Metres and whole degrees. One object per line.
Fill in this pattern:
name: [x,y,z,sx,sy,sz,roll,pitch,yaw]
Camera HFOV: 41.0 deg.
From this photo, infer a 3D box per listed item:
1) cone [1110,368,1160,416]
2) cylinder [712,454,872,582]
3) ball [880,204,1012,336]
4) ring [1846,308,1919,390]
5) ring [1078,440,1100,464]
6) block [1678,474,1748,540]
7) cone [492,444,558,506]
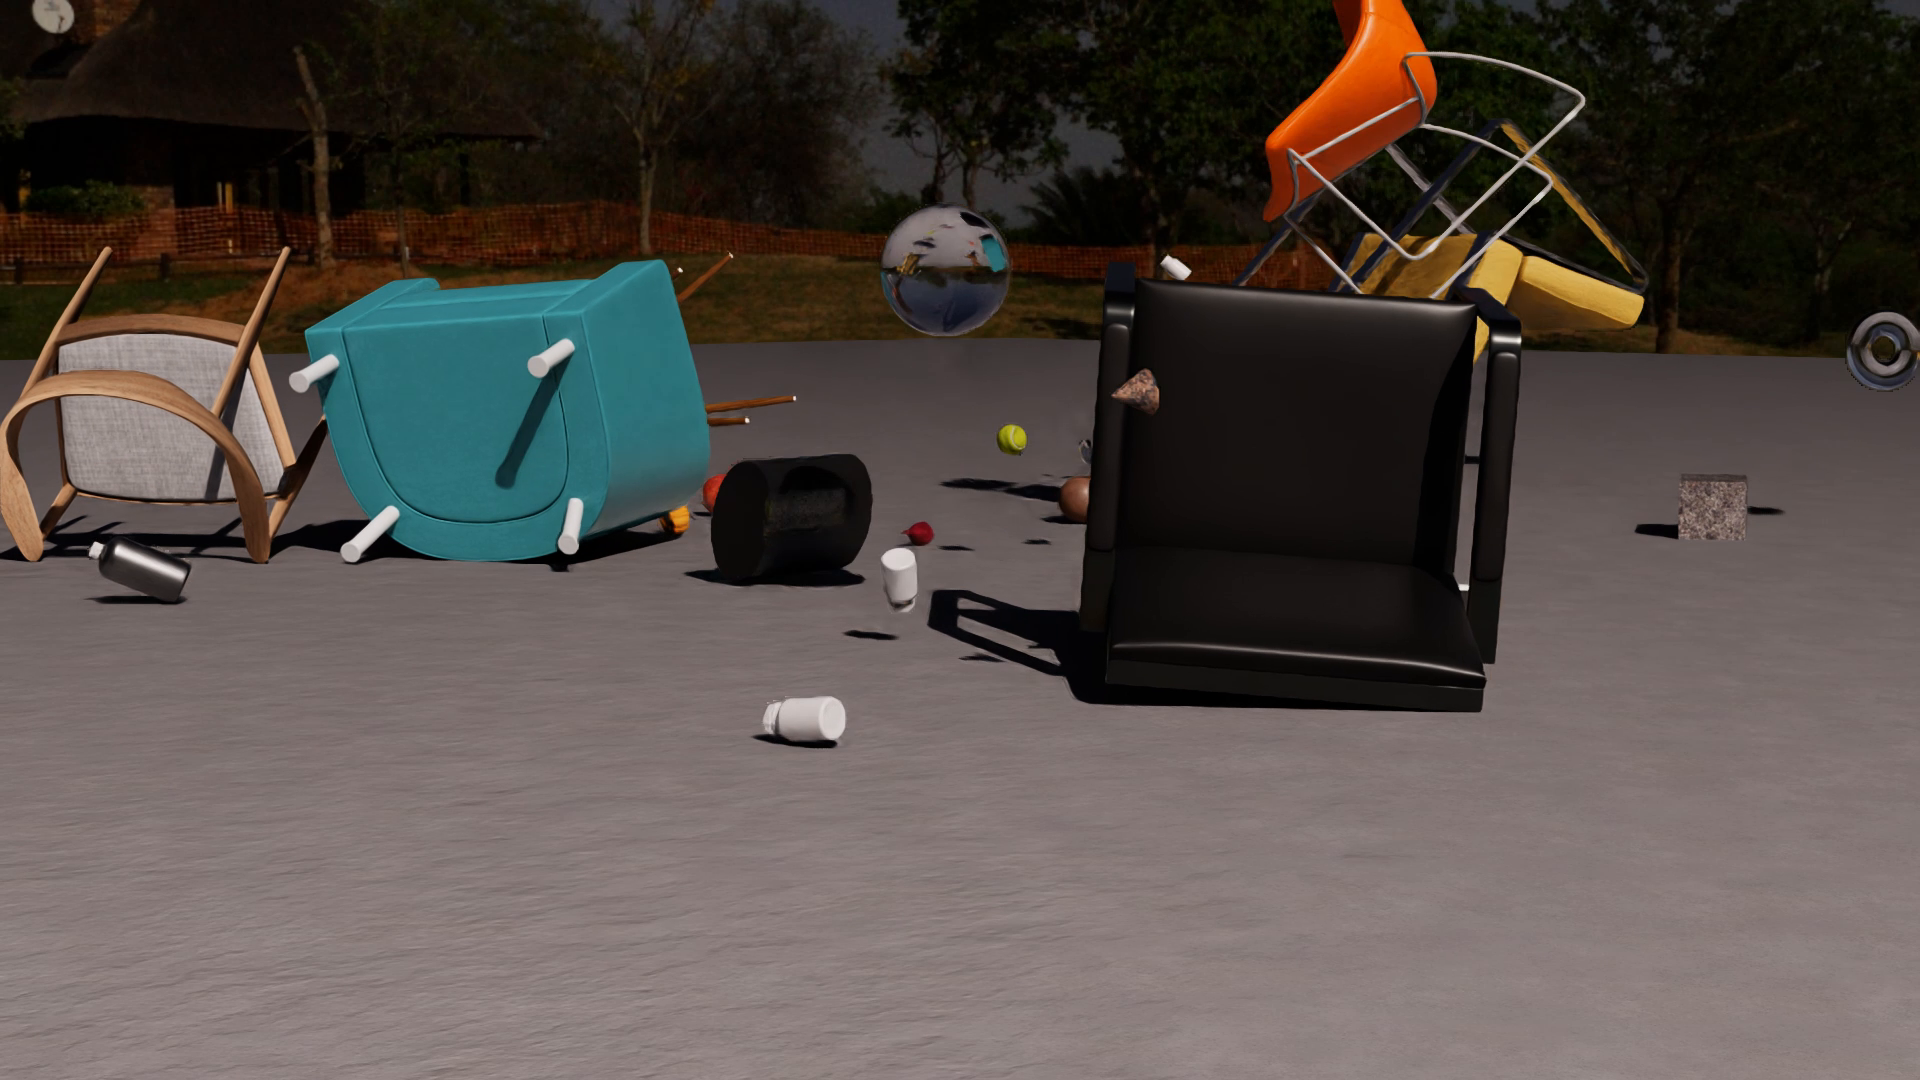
cone: [0.255,-0.221,3.878,0.065,0.066,0.076,-6,48,-22]
cylinder: [-0.362,-0.051,5.550,0.171,0.263,0.316,24,19,36]
ball: [-0.028,-0.510,4.860,0.250,0.250,0.250,0,6,0]
ring: [2.421,-0.500,6.719,0.207,0.213,0.049,14,-2,-7]
ring: [0.307,-0.209,6.081,0.049,0.039,0.113,-20,-16,6]
block: [1.914,-0.085,6.528,0.162,0.146,0.255,2,6,16]
cone: [-1.252,-0.152,7.472,0.194,0.232,0.121,-4,-38,4]
